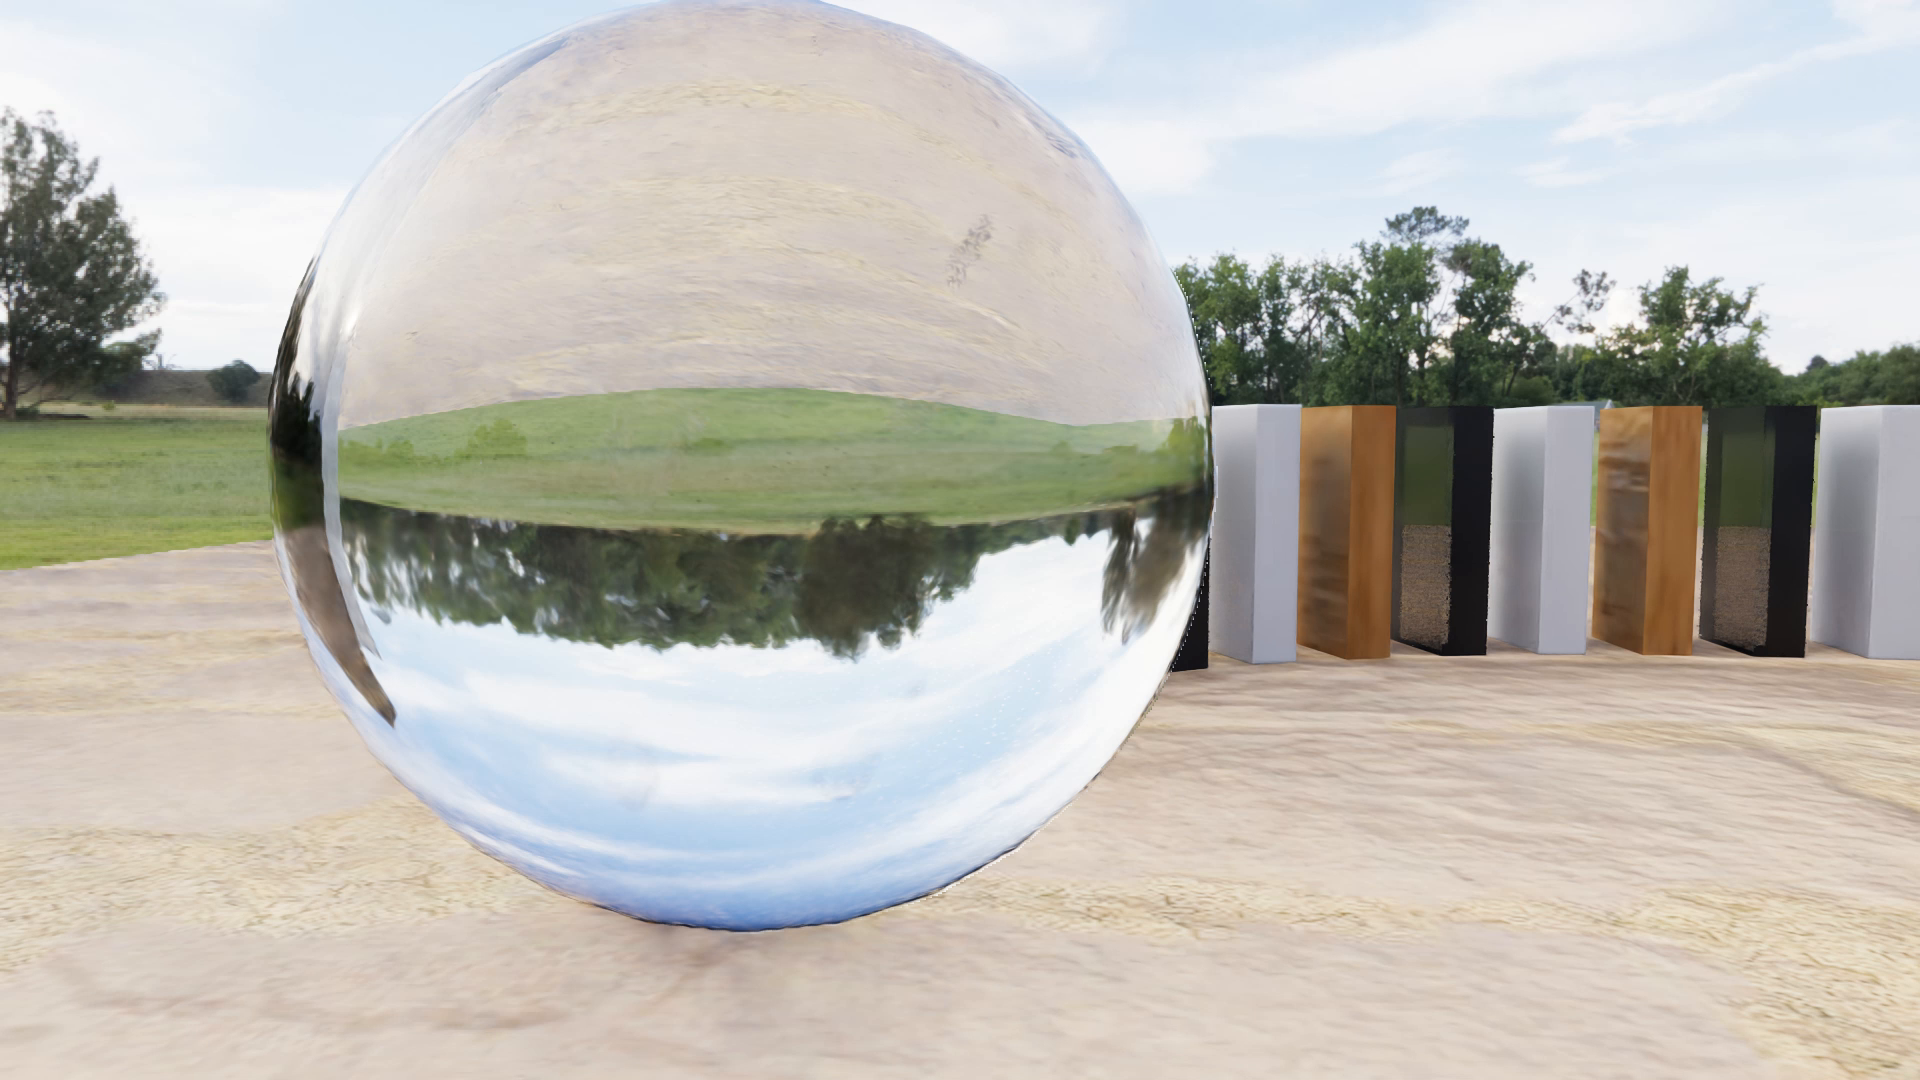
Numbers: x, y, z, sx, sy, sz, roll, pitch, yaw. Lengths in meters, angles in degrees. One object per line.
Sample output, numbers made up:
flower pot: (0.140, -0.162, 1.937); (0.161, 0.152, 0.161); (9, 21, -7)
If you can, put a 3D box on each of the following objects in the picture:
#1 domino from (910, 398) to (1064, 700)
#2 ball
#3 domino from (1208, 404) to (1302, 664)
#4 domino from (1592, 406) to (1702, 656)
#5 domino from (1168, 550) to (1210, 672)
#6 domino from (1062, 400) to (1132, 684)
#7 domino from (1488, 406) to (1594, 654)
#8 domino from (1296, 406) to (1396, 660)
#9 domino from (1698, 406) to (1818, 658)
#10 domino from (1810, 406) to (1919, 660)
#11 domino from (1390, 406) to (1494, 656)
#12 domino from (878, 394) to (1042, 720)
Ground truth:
domino: (0.005, 0.001, 0.222); (0.025, 0.050, 0.009); (3, 5, 31)
ball: (-0.018, -0.006, 0.116); (0.080, 0.080, 0.080); (0, 4, 0)
domino: (0.057, -0.002, 0.259); (0.009, 0.050, 0.025); (-1, 5, -18)
domino: (0.143, -0.003, 0.269); (0.009, 0.050, 0.025); (0, 4, 4)
domino: (0.037, -0.001, 0.250); (0.009, 0.050, 0.025); (-2, 5, -28)
domino: (0.019, 0.000, 0.238); (0.009, 0.050, 0.025); (-4, 6, -40)
domino: (0.122, -0.003, 0.270); (0.009, 0.050, 0.025); (0, 4, 0)
domino: (0.078, -0.002, 0.264); (0.009, 0.050, 0.025); (-1, 4, -12)
domino: (0.165, -0.002, 0.267); (0.009, 0.050, 0.025); (1, 4, 7)
domino: (0.187, -0.002, 0.263); (0.009, 0.050, 0.025); (1, 4, 10)
domino: (0.100, -0.003, 0.268); (0.010, 0.050, 0.025); (-1, 4, -7)
domino: (0.000, 0.002, 0.201); (0.025, 0.050, 0.009); (0, 4, 0)
